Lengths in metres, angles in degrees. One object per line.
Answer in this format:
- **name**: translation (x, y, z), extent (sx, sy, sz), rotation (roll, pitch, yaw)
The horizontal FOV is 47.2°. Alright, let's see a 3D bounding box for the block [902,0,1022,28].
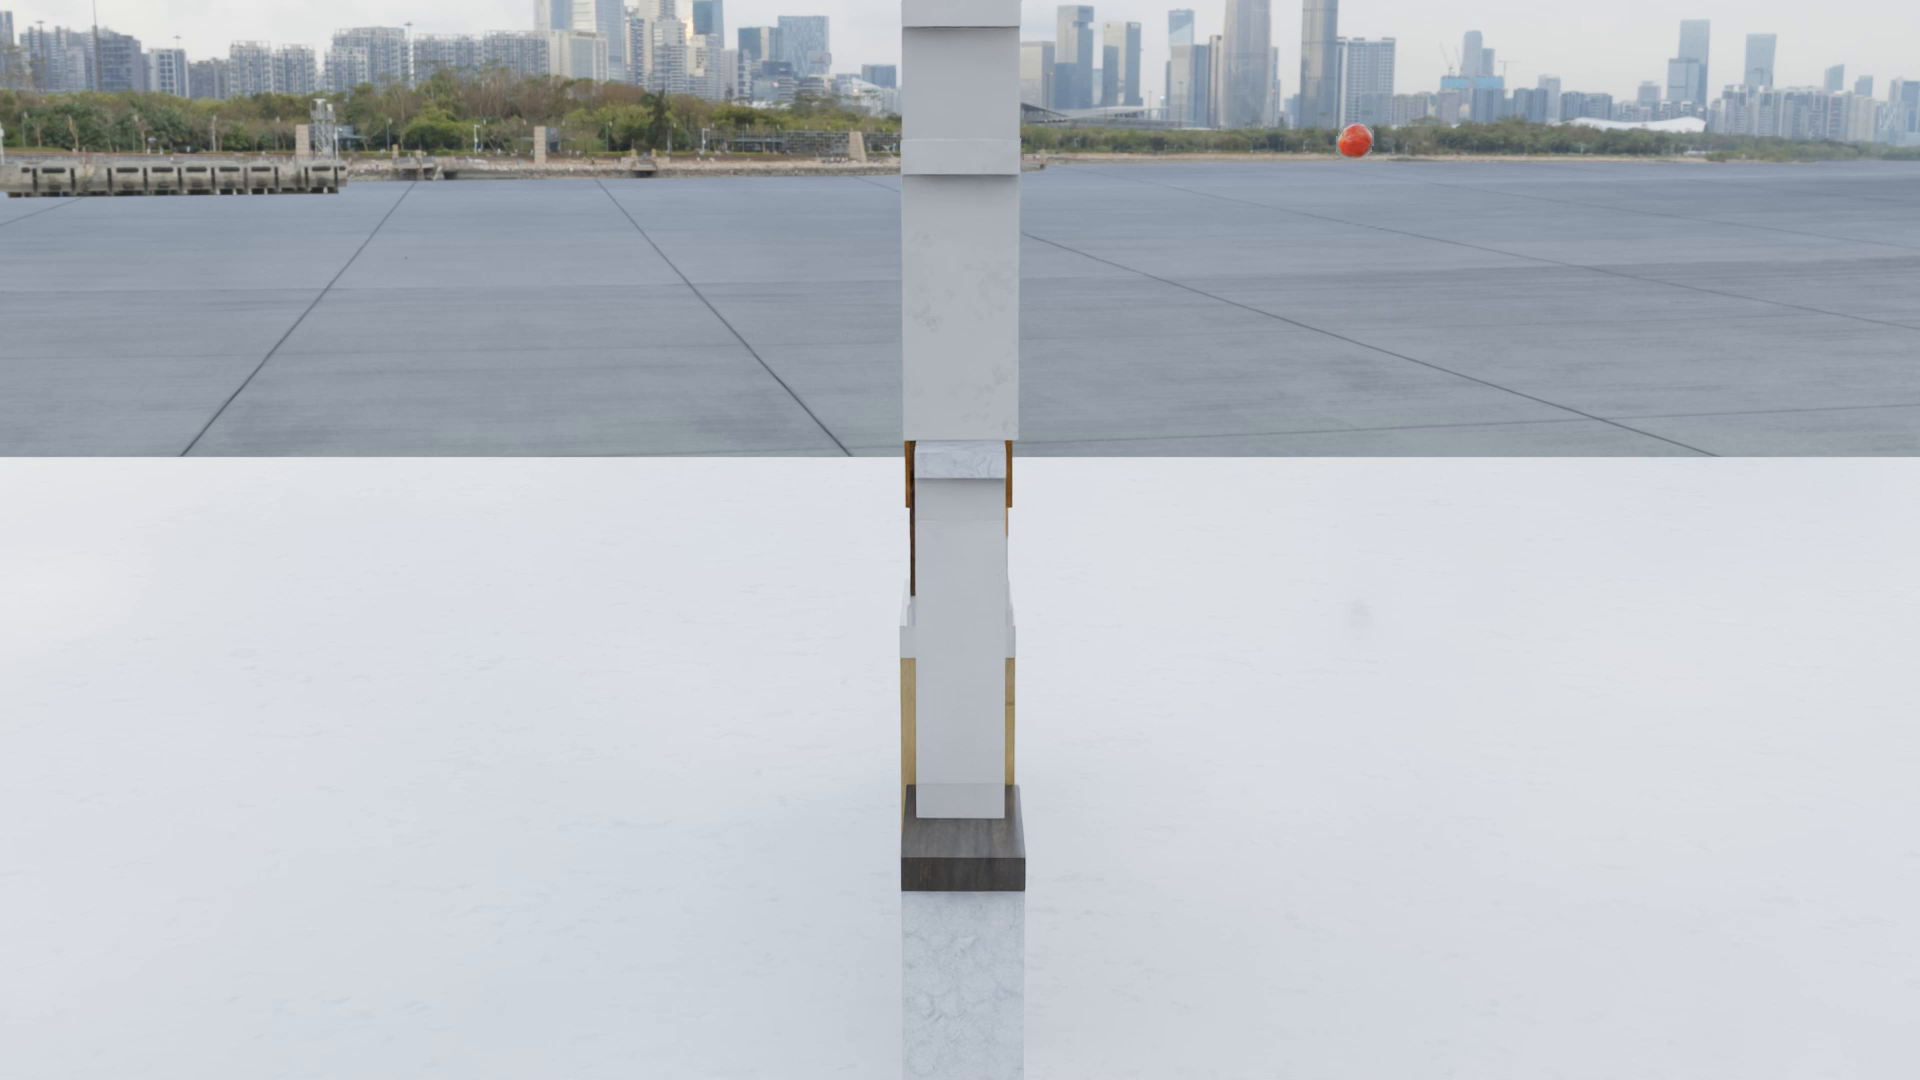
- **block**: translation (0.001, -0.803, 3.363), extent (0.174, 0.049, 0.348), rotation (0, 10, 0)

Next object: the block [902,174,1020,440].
- **block**: translation (0.001, -0.306, 2.895), extent (0.152, 0.347, 0.043), rotation (0, 10, 0)

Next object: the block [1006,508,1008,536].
- **block**: translation (-0.001, -0.055, 3.622), extent (0.156, 0.044, 0.312), rotation (0, 10, 0)

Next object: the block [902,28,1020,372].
- **block**: translation (0.002, -0.507, 3.299), extent (0.174, 0.509, 0.049), rotation (0, 10, 0)

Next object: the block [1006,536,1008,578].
- **block**: translation (-0.001, 0.168, 3.557), extent (0.156, 0.370, 0.044), rotation (0, 10, 0)

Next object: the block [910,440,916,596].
- **block**: translation (-0.005, -0.055, 3.210), extent (0.135, 0.271, 0.038), rotation (0, 10, 0)

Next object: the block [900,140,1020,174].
- **block**: translation (-0.001, -0.517, 2.959), extent (0.152, 0.043, 0.304), rotation (0, 10, 0)

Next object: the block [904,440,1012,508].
- **block**: translation (-0.002, -0.222, 3.472), extent (0.170, 0.339, 0.048), rotation (0, 10, 0)

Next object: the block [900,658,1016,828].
- **block**: translation (-0.003, 0.310, 3.112), extent (0.160, 0.320, 0.045), rotation (0, 10, 0)

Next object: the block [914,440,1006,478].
- **block**: translation (0.000, -0.116, 2.913), extent (0.117, 0.033, 0.233), rotation (0, 10, 0)

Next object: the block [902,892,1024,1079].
- **block**: translation (0.004, 0.585, 2.838), extent (0.157, 0.313, 0.044), rotation (0, 11, 0)

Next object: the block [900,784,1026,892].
- **block**: translation (0.004, 0.390, 2.908), extent (0.157, 0.044, 0.313), rotation (0, 11, 0)

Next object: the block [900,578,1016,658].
- **block**: translation (-0.004, 0.111, 3.183), extent (0.160, 0.045, 0.320), rotation (0, 11, 0)

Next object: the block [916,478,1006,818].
- **block**: translation (0.001, 0.140, 2.881), extent (0.117, 0.458, 0.033), rotation (0, 10, 0)
